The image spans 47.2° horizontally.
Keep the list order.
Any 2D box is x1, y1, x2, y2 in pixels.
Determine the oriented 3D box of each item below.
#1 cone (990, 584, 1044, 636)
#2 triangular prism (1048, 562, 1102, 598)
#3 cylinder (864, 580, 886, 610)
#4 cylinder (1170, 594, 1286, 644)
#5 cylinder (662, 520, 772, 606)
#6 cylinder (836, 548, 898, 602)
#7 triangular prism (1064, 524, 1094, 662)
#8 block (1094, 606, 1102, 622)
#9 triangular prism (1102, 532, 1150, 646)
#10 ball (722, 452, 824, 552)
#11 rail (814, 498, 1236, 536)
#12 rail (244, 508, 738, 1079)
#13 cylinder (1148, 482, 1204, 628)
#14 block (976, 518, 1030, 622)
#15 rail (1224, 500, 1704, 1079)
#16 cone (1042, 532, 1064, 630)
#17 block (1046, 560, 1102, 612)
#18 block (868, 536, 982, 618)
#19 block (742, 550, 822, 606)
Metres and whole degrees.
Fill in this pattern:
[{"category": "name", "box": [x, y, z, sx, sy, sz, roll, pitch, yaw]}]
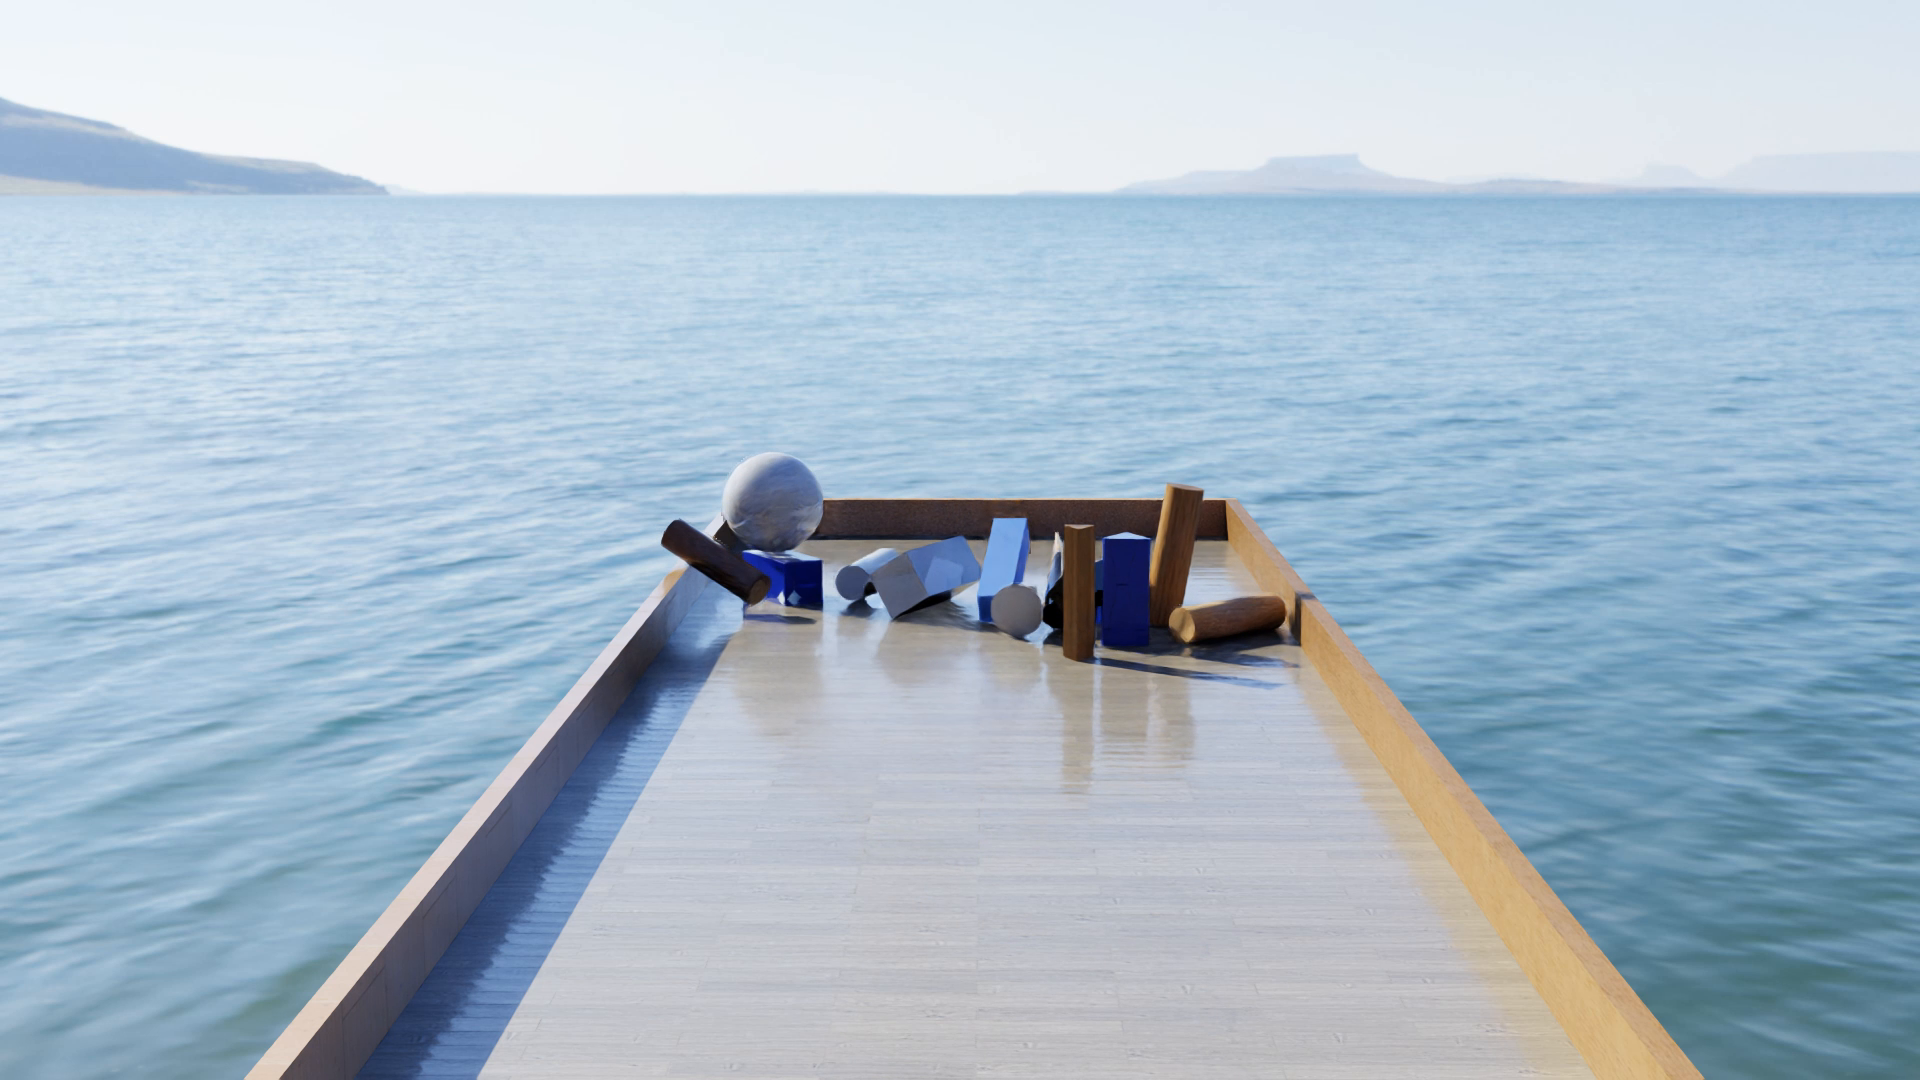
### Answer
[{"category": "cone", "box": [0.217, 0.189, 7.185, 0.172, 0.172, 0.336, 2, 13, 12]}, {"category": "triangular prism", "box": [0.502, 0.116, 7.627, 0.415, 0.154, 0.133, -12, -28, -53]}, {"category": "cylinder", "box": [-0.224, 0.164, 7.644, 0.104, 0.104, 0.300, 4, 10, 22]}, {"category": "cylinder", "box": [0.861, 0.251, 7.054, 0.408, 0.116, 0.116, -7, 11, -37]}, {"category": "cylinder", "box": [-0.830, 0.075, 7.478, 0.400, 0.116, 0.116, 32, 23, 24]}, {"category": "cylinder", "box": [-0.321, 0.120, 7.827, 0.125, 0.125, 0.450, 2, 8, 12]}, {"category": "triangular prism", "box": [0.351, 0.159, 6.705, 0.080, 0.407, 0.093, 6, 11, 35]}, {"category": "block", "box": [0.576, 0.205, 7.397, 0.332, 0.100, 0.100, -5, 10, -27]}, {"category": "triangular prism", "box": [0.523, 0.154, 6.945, 0.145, 0.342, 0.126, 1, 9, 4]}, {"category": "ball", "box": [-0.658, -0.132, 7.752, 0.355, 0.355, 0.355, 0, 9, 0]}, {"category": "rail", "box": [0.099, -0.098, 9.147, 2.100, 0.150, 0.050, 0, 9, 1]}, {"category": "rail", "box": [-1.004, 0.839, 3.234, 0.050, 0.150, 12.000, 0, 9, 1]}, {"category": "cylinder", "box": [0.696, 0.049, 7.194, 0.125, 0.456, 0.125, 9, 9, -1]}, {"category": "block", "box": [0.148, 0.099, 7.410, 0.113, 0.113, 0.430, 0, 37, 11]}, {"category": "rail", "box": [1.046, 0.843, 3.208, 0.050, 0.150, 12.000, 0, 9, 1]}, {"category": "cone", "box": [0.332, 0.102, 7.244, 0.151, 0.151, 0.376, -1, 47, -3]}, {"category": "block", "box": [0.449, 0.143, 7.120, 0.102, 0.102, 0.441, 46, 28, 17]}, {"category": "block", "box": [-0.109, 0.123, 7.486, 0.169, 0.169, 0.405, -32, -8, 28]}, {"category": "block", "box": [-0.626, 0.127, 7.733, 0.150, 0.150, 0.316, -6, 11, -32]}]
